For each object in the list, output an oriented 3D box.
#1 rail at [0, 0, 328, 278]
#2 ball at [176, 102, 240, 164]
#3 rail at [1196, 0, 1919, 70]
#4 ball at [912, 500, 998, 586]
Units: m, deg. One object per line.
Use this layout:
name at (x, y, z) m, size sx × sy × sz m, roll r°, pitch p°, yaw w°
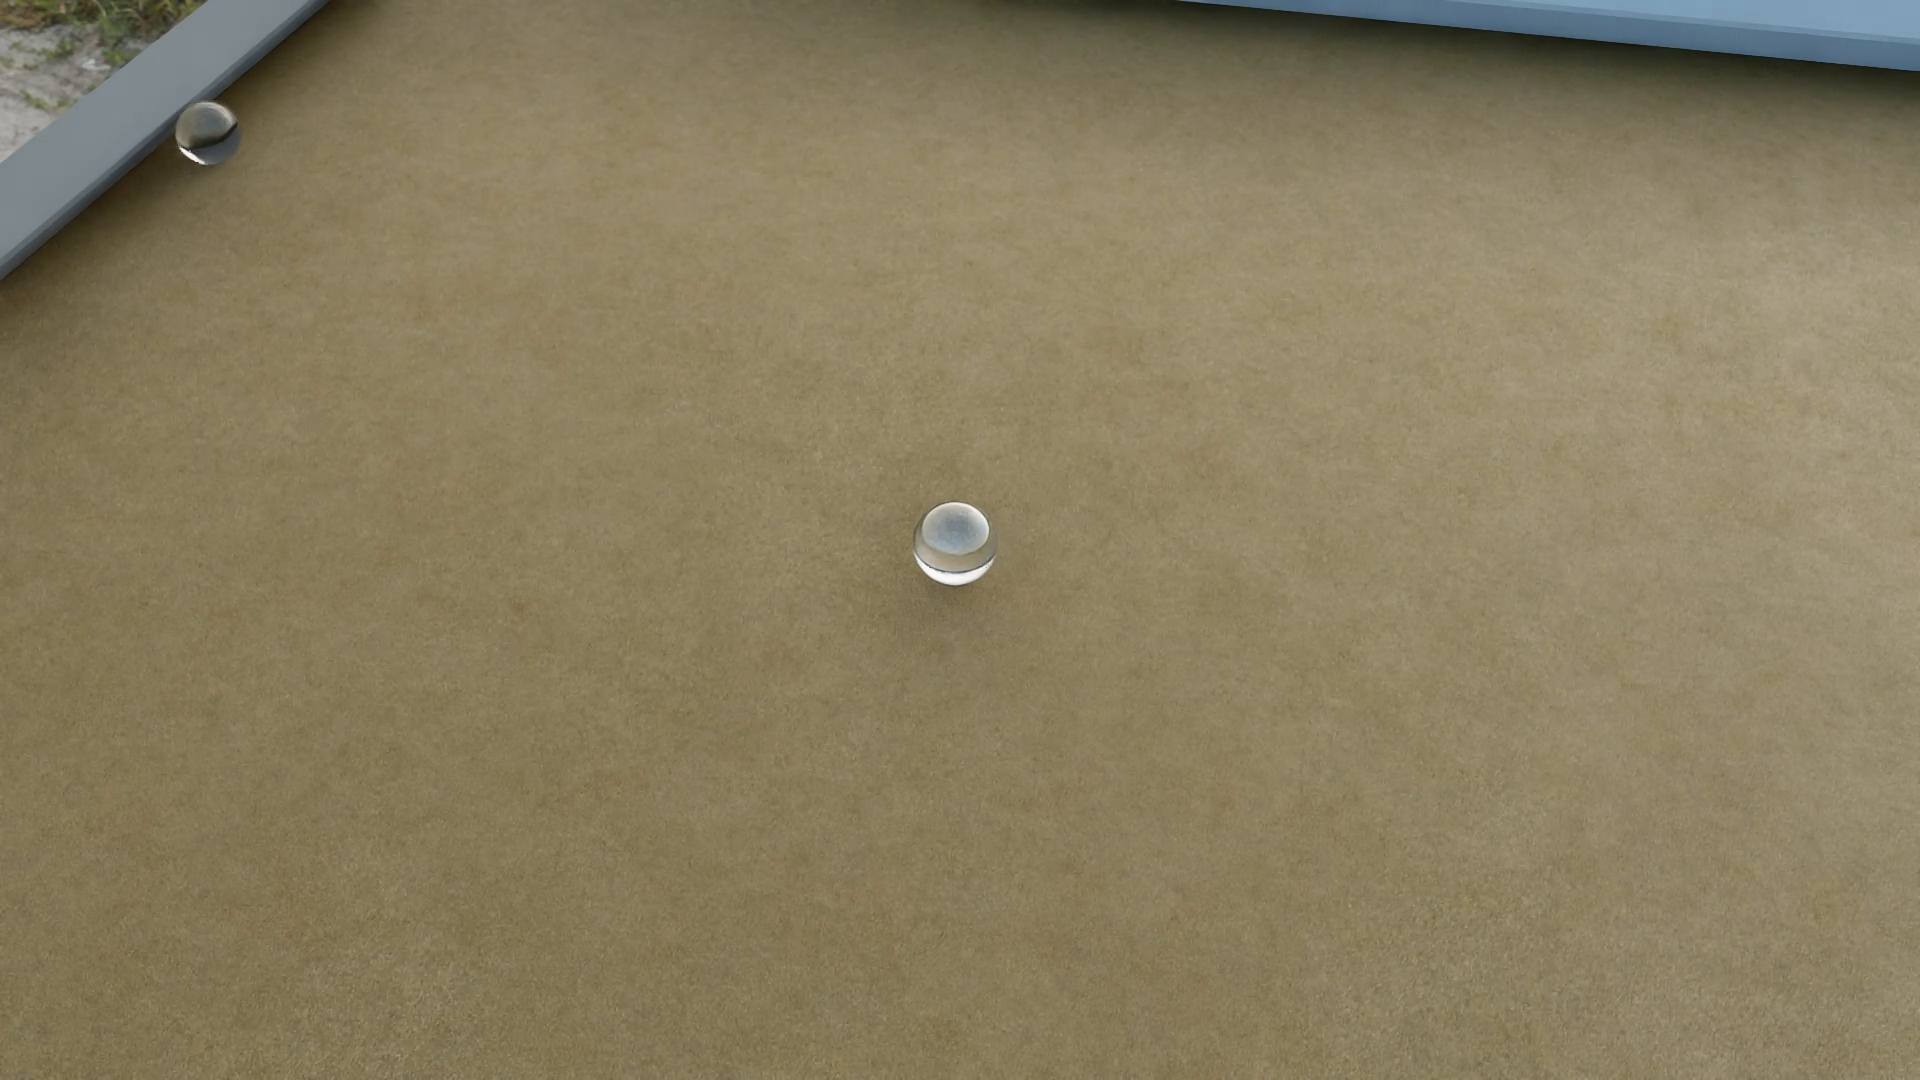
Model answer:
rail at (-0.922, -0.146, 2.134) m, size 0.045 × 0.099 × 2.337 m, roll 8°, pitch 35°, yaw 12°
ball at (-0.748, -0.405, 2.552) m, size 0.062 × 0.062 × 0.062 m, roll 0°, pitch 34°, yaw 0°
rail at (1.225, -0.505, 2.664) m, size 3.898 × 0.099 × 0.045 m, roll 8°, pitch 35°, yaw 12°
ball at (-0.004, 0.002, 1.948) m, size 0.065 × 0.065 × 0.065 m, roll 0°, pitch 34°, yaw 0°
